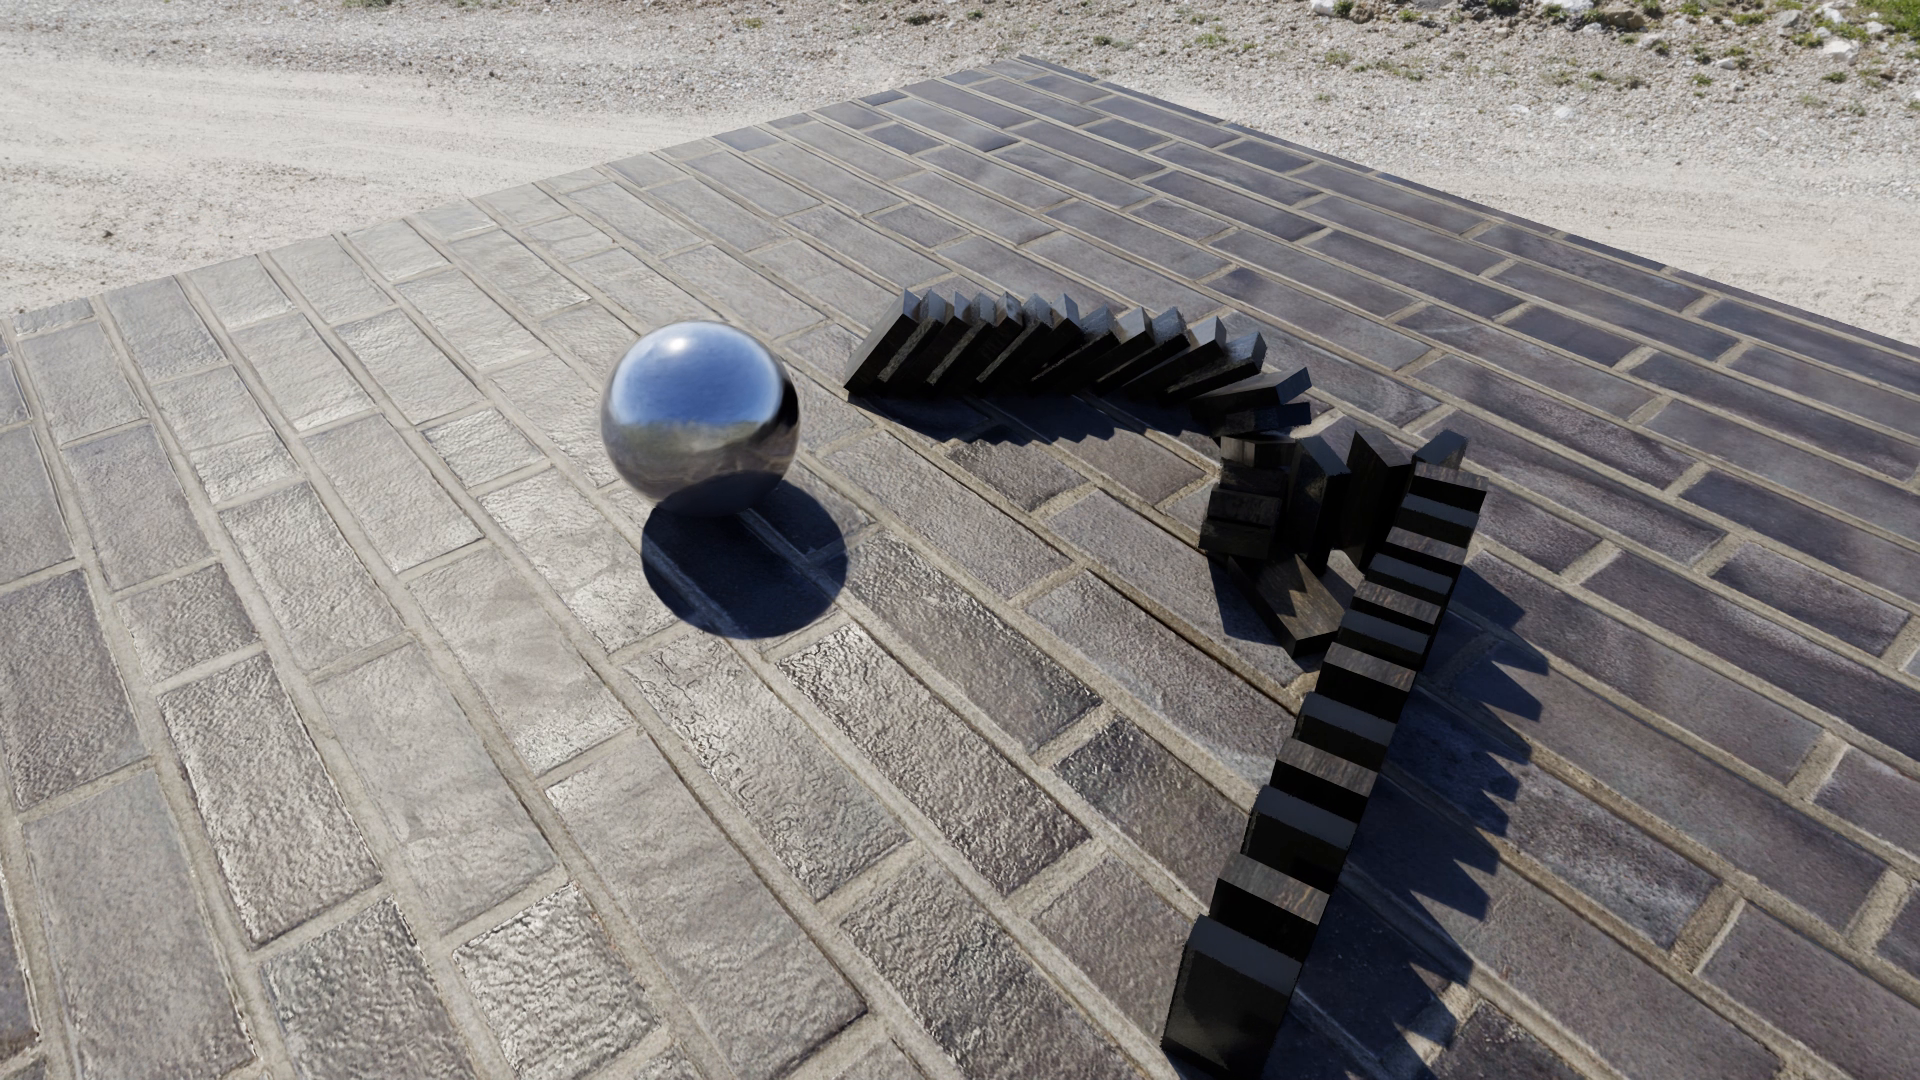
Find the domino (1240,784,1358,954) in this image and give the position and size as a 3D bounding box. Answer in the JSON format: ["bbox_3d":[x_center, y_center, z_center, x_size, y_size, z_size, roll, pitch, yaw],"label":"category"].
[{"bbox_3d":[0.089,0.091,0.301,0.025,0.050,0.010,21,44,24],"label":"domino"}]

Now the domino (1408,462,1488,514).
[{"bbox_3d":[0.179,-0.004,0.416,0.025,0.050,0.010,16,42,18],"label":"domino"}]

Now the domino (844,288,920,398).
[{"bbox_3d":[-0.038,-0.095,0.531,0.010,0.050,0.025,30,33,-22],"label":"domino"}]

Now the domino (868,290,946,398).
[{"bbox_3d":[-0.026,-0.094,0.530,0.009,0.050,0.025,30,33,-22],"label":"domino"}]

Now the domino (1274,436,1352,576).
[{"bbox_3d":[0.136,-0.012,0.426,0.010,0.050,0.025,-8,40,-10],"label":"domino"}]

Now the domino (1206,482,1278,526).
[{"bbox_3d":[0.113,-0.015,0.440,0.025,0.010,0.050,10,9,13],"label":"domino"}]

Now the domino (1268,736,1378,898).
[{"bbox_3d":[0.099,0.080,0.313,0.025,0.050,0.009,21,44,24],"label":"domino"}]

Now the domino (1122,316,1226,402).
[{"bbox_3d":[0.102,-0.087,0.527,0.050,0.009,0.025,-25,27,31],"label":"domino"}]

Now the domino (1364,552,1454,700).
[{"bbox_3d":[0.147,0.030,0.375,0.025,0.050,0.009,22,44,25],"label":"domino"}]

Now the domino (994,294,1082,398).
[{"bbox_3d":[0.036,-0.094,0.531,0.010,0.050,0.025,35,31,-25],"label":"domino"}]

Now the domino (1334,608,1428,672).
[{"bbox_3d":[0.130,0.047,0.354,0.025,0.050,0.009,20,43,23],"label":"domino"}]

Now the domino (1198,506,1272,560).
[{"bbox_3d":[0.107,-0.003,0.429,0.025,0.010,0.050,10,11,12],"label":"domino"}]

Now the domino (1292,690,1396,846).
[{"bbox_3d":[0.110,0.070,0.326,0.025,0.050,0.009,21,44,23],"label":"domino"}]

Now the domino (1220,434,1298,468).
[{"bbox_3d":[0.131,-0.039,0.472,0.025,0.010,0.050,-2,9,-2],"label":"domino"}]

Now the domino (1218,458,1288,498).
[{"bbox_3d":[0.121,-0.026,0.456,0.025,0.010,0.050,10,9,12],"label":"domino"}]

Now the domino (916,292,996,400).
[{"bbox_3d":[-0.002,-0.093,0.528,0.009,0.050,0.025,31,33,-22],"label":"domino"}]

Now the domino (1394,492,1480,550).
[{"bbox_3d":[0.168,0.009,0.400,0.025,0.050,0.009,21,44,23],"label":"domino"}]

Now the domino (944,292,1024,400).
[{"bbox_3d":[0.010,-0.093,0.529,0.009,0.050,0.025,31,33,-23],"label":"domino"}]

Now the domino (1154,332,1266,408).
[{"bbox_3d":[0.118,-0.080,0.521,0.050,0.009,0.025,-18,28,35],"label":"domino"}]

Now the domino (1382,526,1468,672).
[{"bbox_3d":[0.157,0.021,0.386,0.025,0.050,0.009,21,44,23],"label":"domino"}]

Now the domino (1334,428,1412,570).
[{"bbox_3d":[0.160,-0.016,0.431,0.009,0.050,0.025,-8,40,-10],"label":"domino"}]

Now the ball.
[{"bbox_3d":[-0.105,-0.049,0.448,0.080,0.080,0.080,0,39,0],"label":"ball"}]

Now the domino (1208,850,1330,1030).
[{"bbox_3d":[0.077,0.104,0.285,0.025,0.050,0.009,21,44,24],"label":"domino"}]

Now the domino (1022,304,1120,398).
[{"bbox_3d":[0.053,-0.091,0.533,0.050,0.010,0.025,-30,33,23],"label":"domino"}]

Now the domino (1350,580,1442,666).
[{"bbox_3d":[0.138,0.039,0.364,0.025,0.050,0.010,22,44,24],"label":"domino"}]

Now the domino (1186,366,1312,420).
[{"bbox_3d":[0.132,-0.067,0.505,0.025,0.009,0.050,-31,17,-34],"label":"domino"}]

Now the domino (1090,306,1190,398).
[{"bbox_3d":[0.086,-0.091,0.532,0.050,0.009,0.025,-29,31,24],"label":"domino"}]

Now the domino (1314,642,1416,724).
[{"bbox_3d":[0.122,0.057,0.342,0.025,0.050,0.010,20,44,23],"label":"domino"}]

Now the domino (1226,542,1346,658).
[{"bbox_3d":[0.125,0.022,0.417,0.025,0.010,0.050,-11,41,-13],"label":"domino"}]

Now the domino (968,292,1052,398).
[{"bbox_3d":[0.023,-0.093,0.530,0.009,0.050,0.025,34,32,-24],"label":"domino"}]

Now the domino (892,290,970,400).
[{"bbox_3d":[-0.014,-0.094,0.529,0.009,0.050,0.025,31,33,-22],"label":"domino"}]

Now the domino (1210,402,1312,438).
[{"bbox_3d":[0.132,-0.053,0.486,0.025,0.009,0.050,-7,3,-8],"label":"domino"}]

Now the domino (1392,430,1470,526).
[{"bbox_3d":[0.182,-0.016,0.431,0.025,0.050,0.009,-31,48,-32],"label":"domino"}]

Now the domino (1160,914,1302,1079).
[{"bbox_3d":[0.066,0.115,0.271,0.025,0.050,0.010,21,44,24],"label":"domino"}]

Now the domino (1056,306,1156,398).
[{"bbox_3d":[0.069,-0.091,0.532,0.050,0.010,0.025,-29,32,24],"label":"domino"}]
